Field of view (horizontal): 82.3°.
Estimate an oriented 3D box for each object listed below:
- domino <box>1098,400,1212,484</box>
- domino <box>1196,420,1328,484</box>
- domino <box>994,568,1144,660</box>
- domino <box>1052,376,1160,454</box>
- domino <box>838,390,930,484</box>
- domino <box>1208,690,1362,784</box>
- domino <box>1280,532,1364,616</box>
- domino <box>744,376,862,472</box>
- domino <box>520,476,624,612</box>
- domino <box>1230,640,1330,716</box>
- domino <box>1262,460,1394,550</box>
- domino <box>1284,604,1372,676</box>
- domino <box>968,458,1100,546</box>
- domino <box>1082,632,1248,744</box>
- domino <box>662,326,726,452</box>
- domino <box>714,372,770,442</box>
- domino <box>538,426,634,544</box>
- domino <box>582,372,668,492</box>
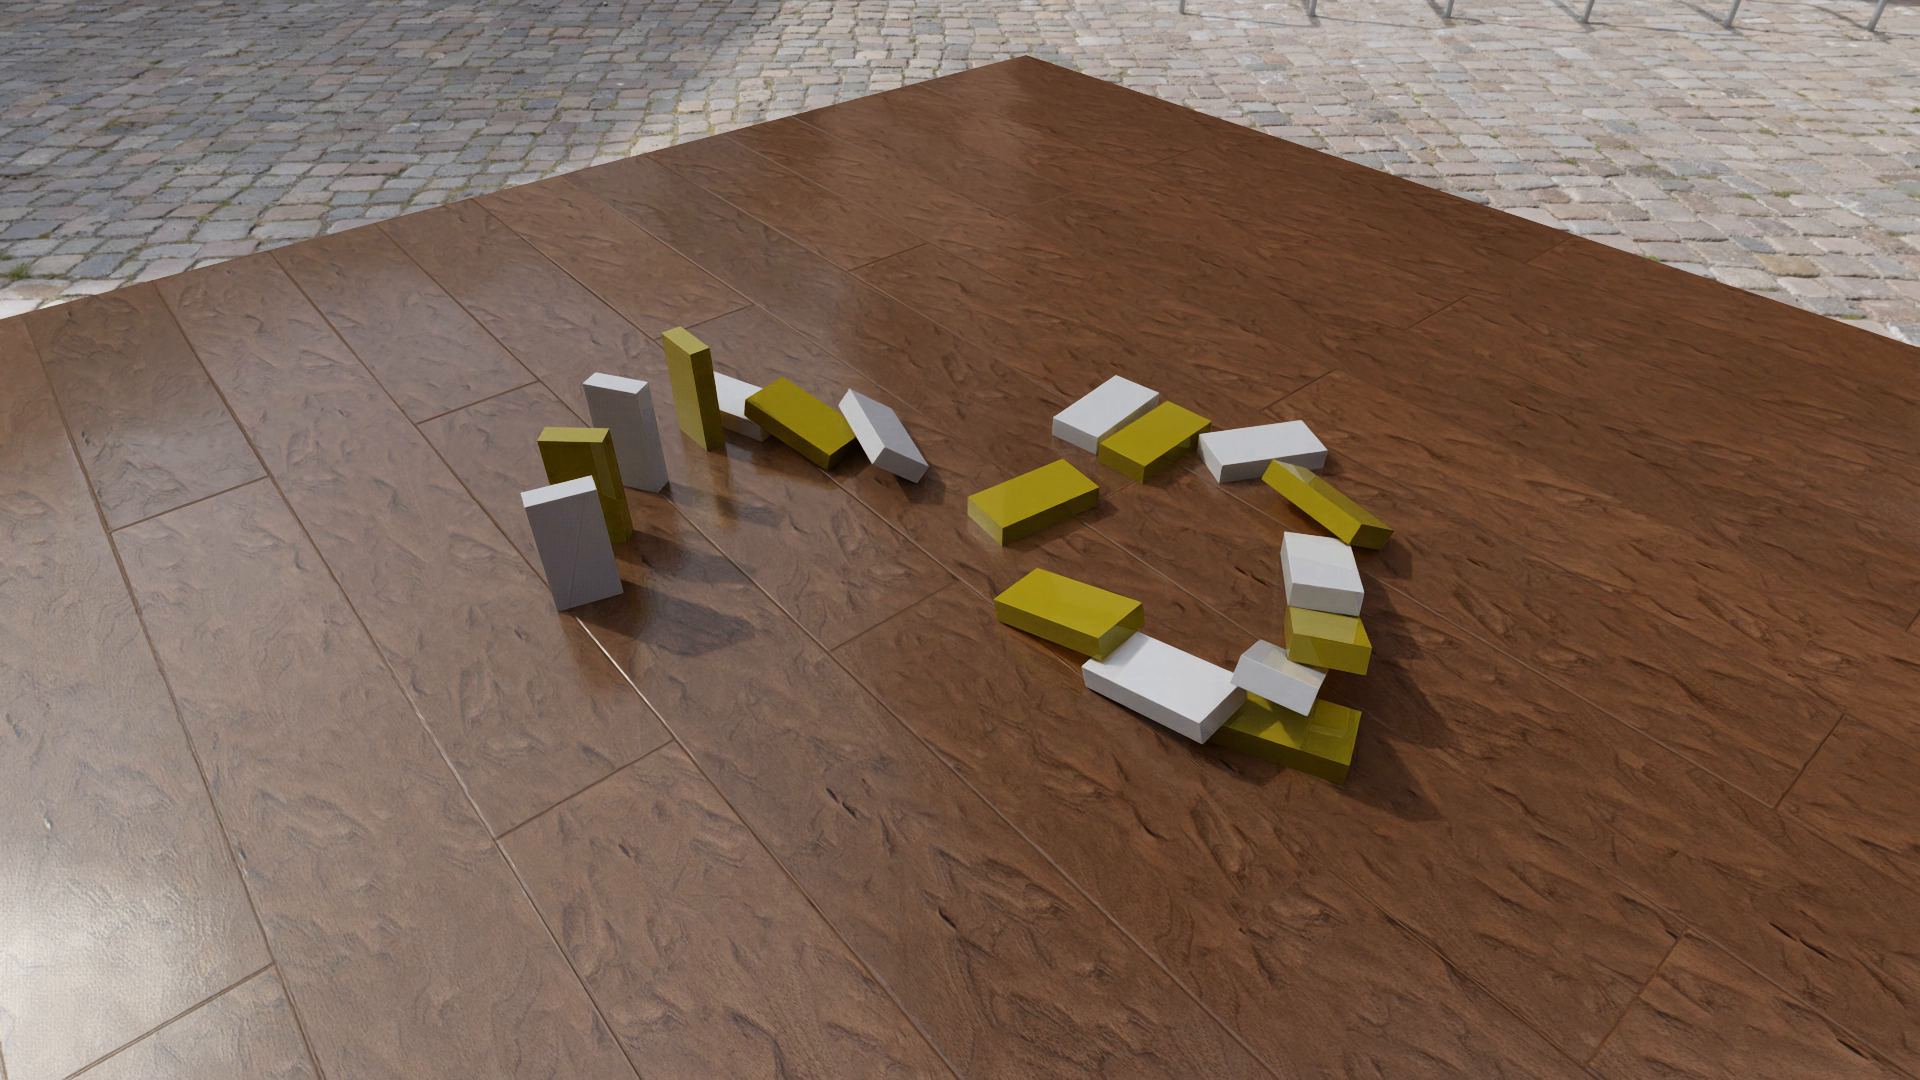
[{"bbox_3d":[0.089,-0.045,0.498,0.025,0.010,0.050,32,49,33],"label":"domino"},{"bbox_3d":[0.135,-0.040,0.492,0.050,0.010,0.025,-9,40,-10],"label":"domino"},{"bbox_3d":[0.039,0.026,0.402,0.050,0.009,0.025,18,41,43],"label":"domino"},{"bbox_3d":[0.069,-0.059,0.516,0.025,0.010,0.050,29,47,31],"label":"domino"},{"bbox_3d":[-0.034,-0.047,0.490,0.025,0.009,0.050,22,24,-38],"label":"domino"},{"bbox_3d":[0.106,0.062,0.368,0.050,0.010,0.025,16,42,19],"label":"domino"},{"bbox_3d":[0.137,0.012,0.418,0.025,0.010,0.050,8,24,10],"label":"domino"},{"bbox_3d":[-0.071,-0.053,0.500,0.050,0.010,0.025,33,48,17],"label":"domino"},{"bbox_3d":[-0.144,0.002,0.409,0.025,0.050,0.010,-17,42,-19],"label":"domino"},{"bbox_3d":[0.106,0.044,0.362,0.025,0.009,0.050,23,9,20],"label":"domino"},{"bbox_3d":[0.151,-0.015,0.453,0.025,0.009,0.050,7,29,-40],"label":"domino"},{"bbox_3d":[0.128,0.033,0.385,0.025,0.009,0.050,11,13,13],"label":"domino"},{"bbox_3d":[0.031,-0.016,0.464,0.050,0.009,0.025,-23,45,-25],"label":"domino"},{"bbox_3d":[0.069,0.049,0.374,0.025,0.010,0.050,-36,38,-29],"label":"domino"},{"bbox_3d":[-0.120,-0.068,0.494,0.010,0.050,0.025,-29,47,-30],"label":"domino"},{"bbox_3d":[-0.106,-0.064,0.521,0.050,0.009,0.025,21,44,24],"label":"domino"},{"bbox_3d":[-0.148,-0.021,0.437,0.025,0.050,0.010,1,39,2],"label":"domino"},{"bbox_3d":[-0.141,-0.045,0.466,0.025,0.050,0.009,12,41,14],"label":"domino"}]
